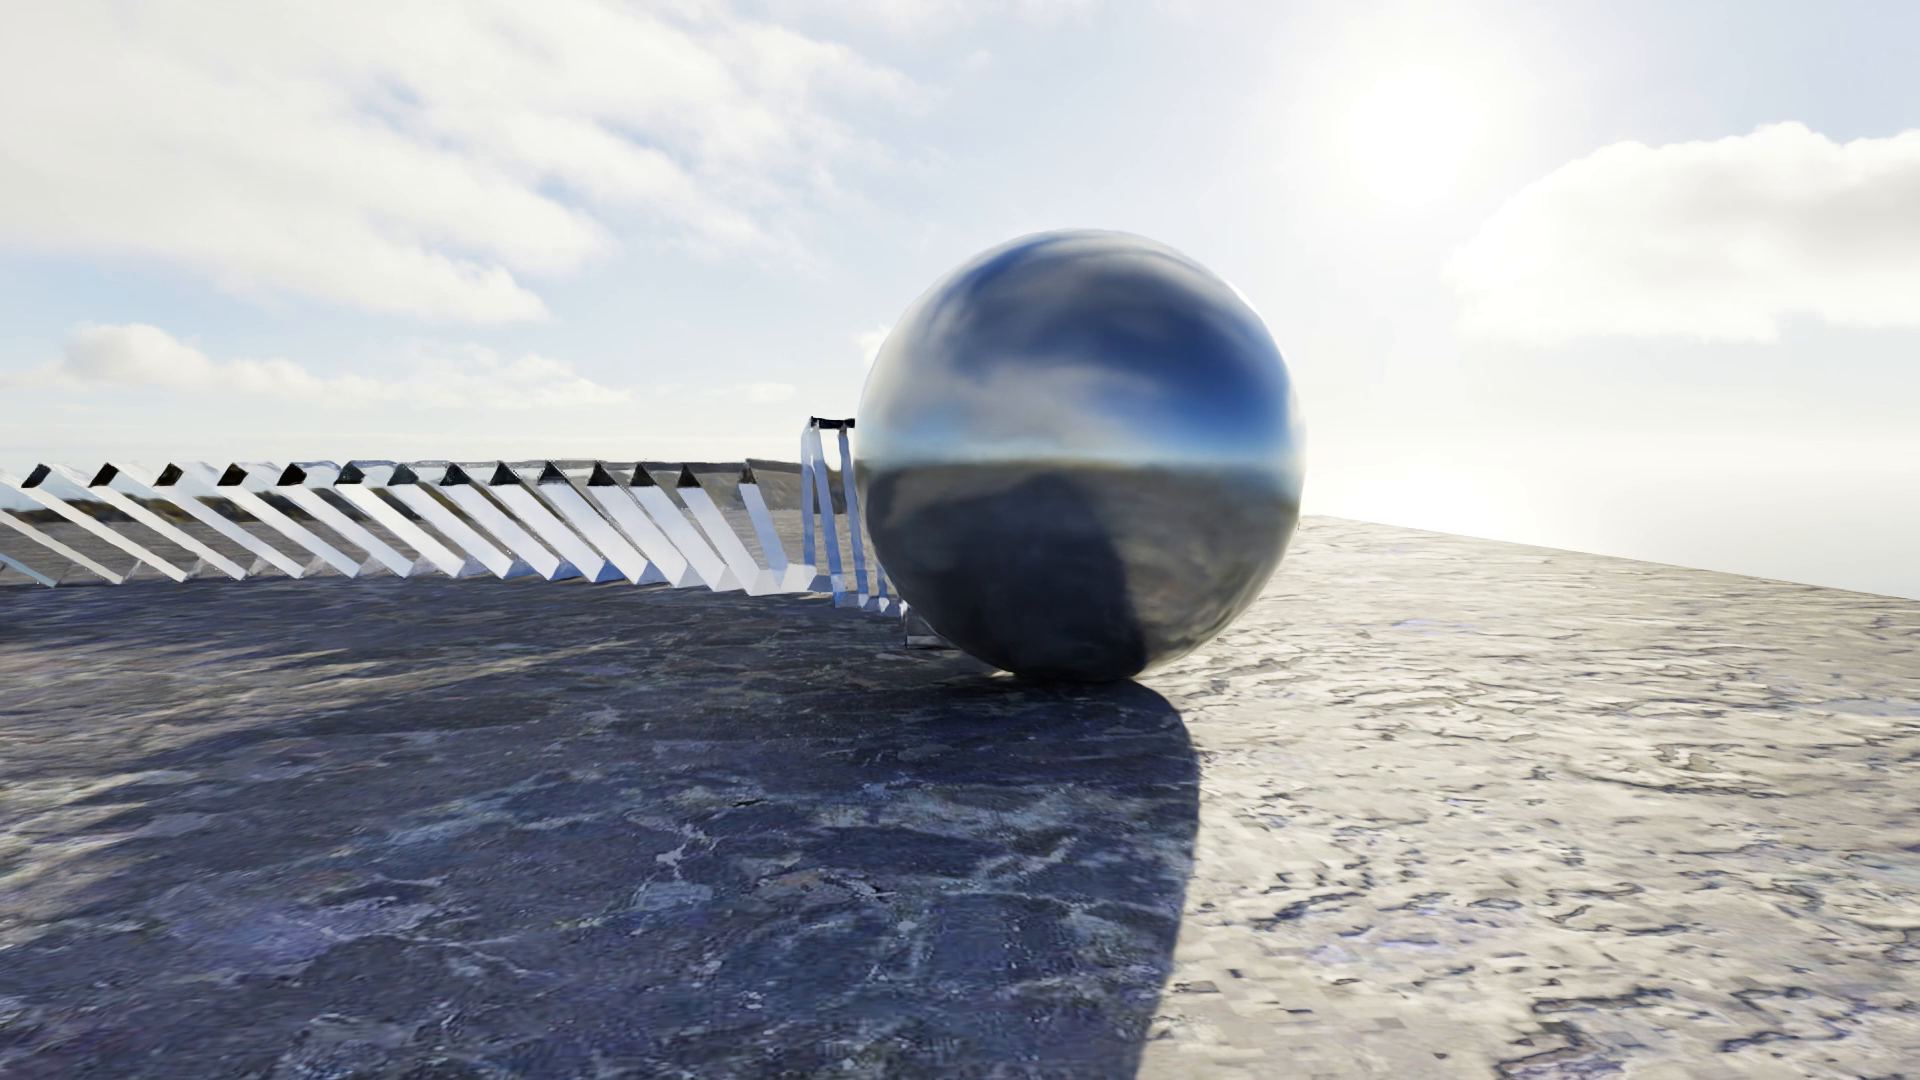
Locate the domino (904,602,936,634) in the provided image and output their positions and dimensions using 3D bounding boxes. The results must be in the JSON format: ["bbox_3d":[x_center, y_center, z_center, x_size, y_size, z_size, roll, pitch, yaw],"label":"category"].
[{"bbox_3d":[0.000,-0.004,0.292,0.025,0.050,0.010,0,-22,-6],"label":"domino"}]

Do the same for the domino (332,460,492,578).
[{"bbox_3d":[-0.176,-0.007,0.419,0.050,0.009,0.025,36,8,4],"label":"domino"}]

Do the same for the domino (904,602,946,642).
[{"bbox_3d":[0.000,-0.003,0.282,0.025,0.050,0.009,0,-22,-6],"label":"domino"}]

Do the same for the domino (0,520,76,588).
[{"bbox_3d":[-0.289,-0.004,0.379,0.050,0.010,0.025,39,-16,-28],"label":"domino"}]

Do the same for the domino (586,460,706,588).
[{"bbox_3d":[-0.091,-0.006,0.398,0.050,0.009,0.025,43,27,26],"label":"domino"}]

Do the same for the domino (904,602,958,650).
[{"bbox_3d":[0.000,-0.002,0.271,0.025,0.050,0.009,0,-22,-6],"label":"domino"}]

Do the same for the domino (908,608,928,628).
[{"bbox_3d":[0.000,-0.005,0.303,0.025,0.050,0.010,0,-22,-6],"label":"domino"}]

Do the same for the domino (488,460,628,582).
[{"bbox_3d":[-0.124,-0.007,0.410,0.050,0.009,0.025,39,17,16],"label":"domino"}]

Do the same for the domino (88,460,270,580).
[{"bbox_3d":[-0.244,-0.006,0.405,0.050,0.009,0.025,36,-5,-14],"label":"domino"}]

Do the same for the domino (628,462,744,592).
[{"bbox_3d":[-0.076,-0.005,0.389,0.025,0.009,0.050,-5,42,-49],"label":"domino"}]

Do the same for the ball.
[{"bbox_3d":[0.021,-0.015,0.229,0.080,0.080,0.080,0,4,0],"label":"ball"}]

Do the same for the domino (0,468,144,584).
[{"bbox_3d":[-0.275,-0.005,0.389,0.050,0.009,0.025,38,-12,-23],"label":"domino"}]

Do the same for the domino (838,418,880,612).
[{"bbox_3d":[-0.016,-0.007,0.334,0.025,0.050,0.009,-2,-22,-20],"label":"domino"}]

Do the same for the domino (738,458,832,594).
[{"bbox_3d":[-0.045,-0.005,0.371,0.025,0.009,0.050,4,36,-29],"label":"domino"}]

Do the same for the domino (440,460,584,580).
[{"bbox_3d":[-0.141,-0.007,0.415,0.050,0.009,0.025,38,14,12],"label":"domino"}]

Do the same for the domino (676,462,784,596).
[{"bbox_3d":[-0.061,-0.004,0.379,0.025,0.009,0.050,-3,41,-42],"label":"domino"}]

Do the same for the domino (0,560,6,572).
[{"bbox_3d":[-0.302,-0.004,0.368,0.050,0.009,0.025,41,-19,-31],"label":"domino"}]

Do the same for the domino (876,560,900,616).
[{"bbox_3d":[-0.009,-0.006,0.324,0.025,0.050,0.009,-1,-21,-15],"label":"domino"}]

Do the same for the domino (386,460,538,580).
[{"bbox_3d":[-0.158,-0.007,0.418,0.050,0.009,0.025,37,11,8],"label":"domino"}]

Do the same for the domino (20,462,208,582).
[{"bbox_3d":[-0.260,-0.006,0.399,0.050,0.009,0.025,36,-8,-18],"label":"domino"}]

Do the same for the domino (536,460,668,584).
[{"bbox_3d":[-0.107,-0.006,0.405,0.050,0.009,0.025,41,21,20],"label":"domino"}]

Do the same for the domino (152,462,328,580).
[{"bbox_3d":[-0.228,-0.007,0.411,0.050,0.009,0.025,36,-2,-10],"label":"domino"}]

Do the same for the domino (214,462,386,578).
[{"bbox_3d":[-0.210,-0.007,0.415,0.050,0.009,0.025,35,1,-6],"label":"domino"}]

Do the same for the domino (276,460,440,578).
[{"bbox_3d":[-0.193,-0.007,0.418,0.050,0.009,0.025,36,5,-1],"label":"domino"}]

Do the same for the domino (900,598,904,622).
[{"bbox_3d":[-0.003,-0.006,0.314,0.025,0.050,0.009,-1,-21,-9],"label":"domino"}]

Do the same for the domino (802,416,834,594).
[{"bbox_3d":[-0.030,-0.009,0.356,0.025,0.050,0.009,7,-31,-21],"label":"domino"}]

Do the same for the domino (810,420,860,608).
[{"bbox_3d":[-0.024,-0.008,0.344,0.025,0.050,0.009,-2,-22,-24],"label":"domino"}]
